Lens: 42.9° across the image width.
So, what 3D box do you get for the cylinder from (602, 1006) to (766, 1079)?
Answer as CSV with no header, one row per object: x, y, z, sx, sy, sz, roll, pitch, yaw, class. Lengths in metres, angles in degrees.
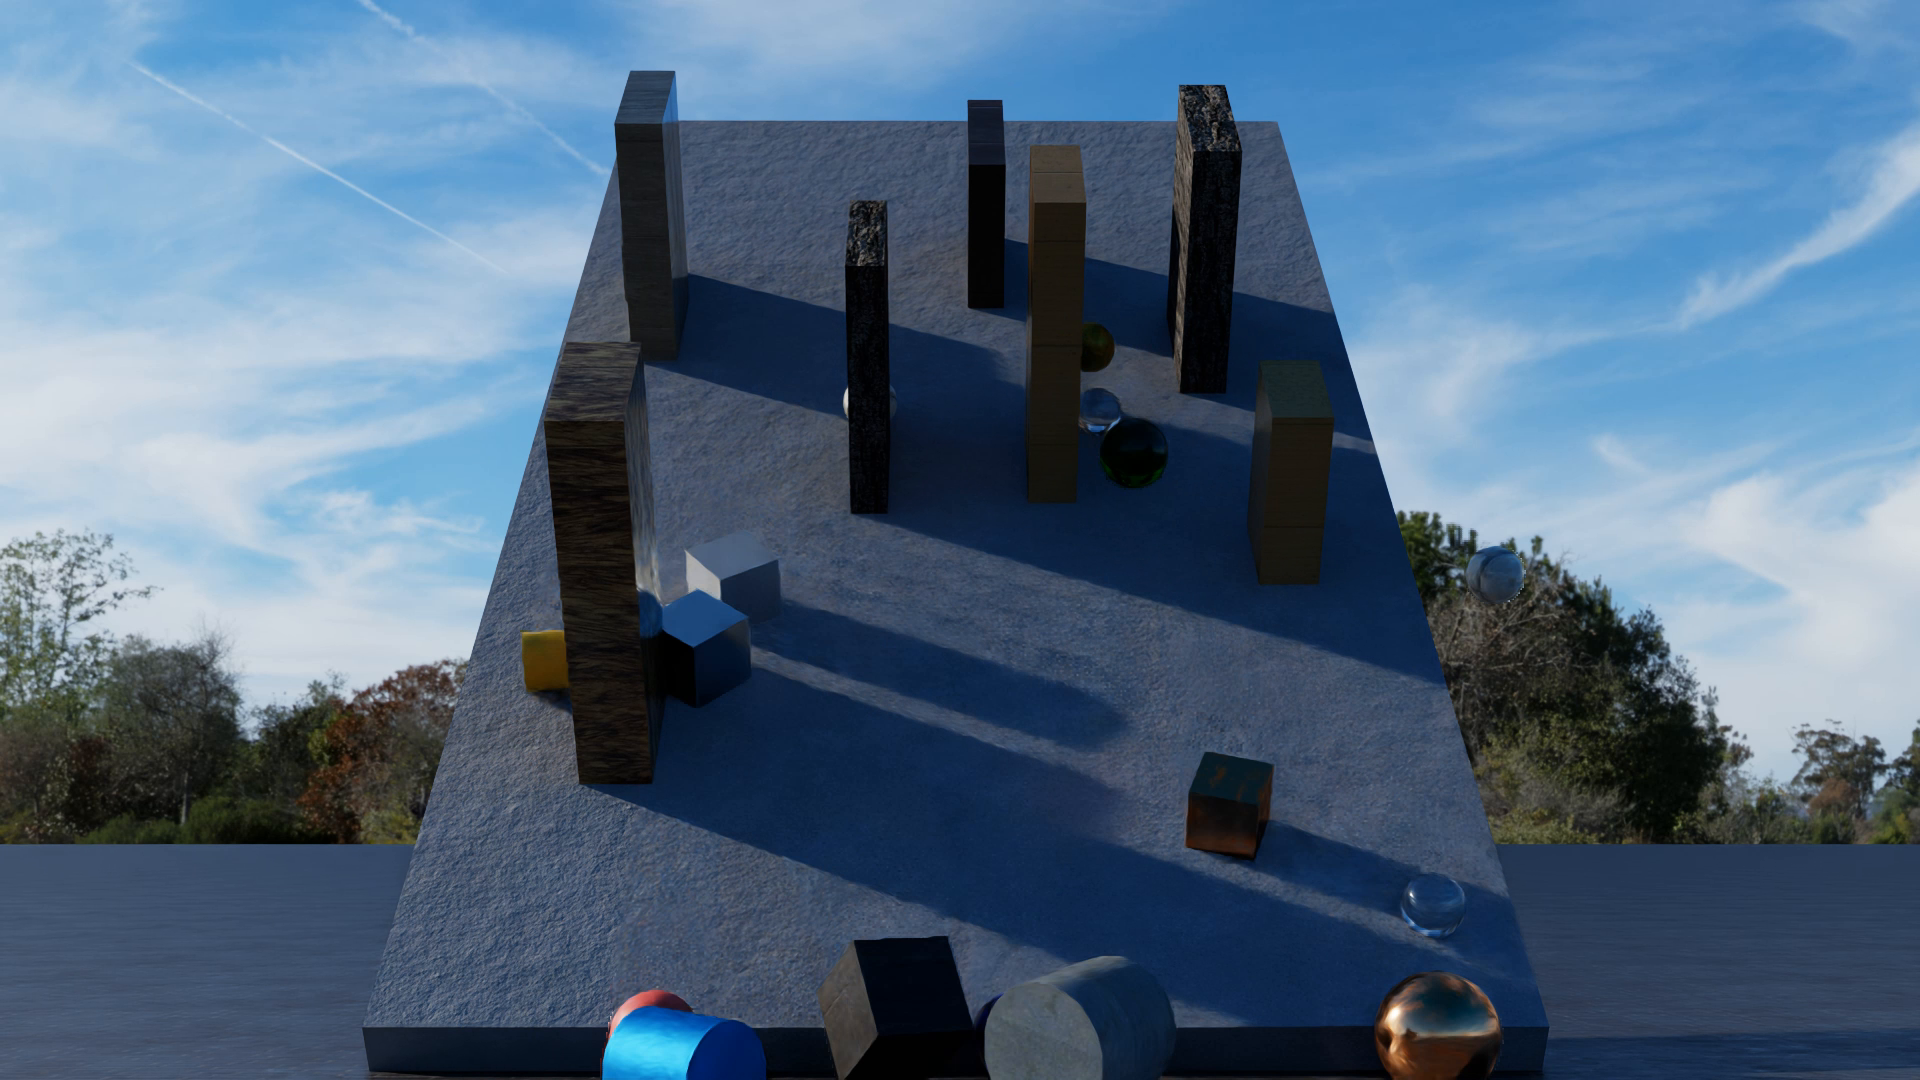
-0.369,0.712,3.273,0.155,0.155,0.155,0,-5,38,cylinder

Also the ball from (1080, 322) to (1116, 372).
0.316,-0.469,5.943,0.123,0.123,0.123,0,-7,0,ball

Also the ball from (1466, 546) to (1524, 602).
1.263,0.081,5.767,0.132,0.132,0.132,0,-7,0,ball

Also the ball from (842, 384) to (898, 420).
-0.215,-0.329,5.841,0.130,0.130,0.130,0,-7,0,ball

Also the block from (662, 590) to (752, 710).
-0.530,0.219,4.936,0.151,0.151,0.151,26,40,35,block

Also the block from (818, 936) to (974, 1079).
-0.106,0.760,3.949,0.169,0.169,0.169,2,-39,-27,block

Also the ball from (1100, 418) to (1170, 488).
0.400,-0.199,5.609,0.159,0.159,0.159,0,-7,0,ball

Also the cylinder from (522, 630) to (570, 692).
-0.817,0.242,4.926,0.120,0.120,0.120,-4,-6,-7,cylinder

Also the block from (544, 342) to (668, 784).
-0.658,0.050,4.597,0.139,0.795,0.302,0,32,0,block

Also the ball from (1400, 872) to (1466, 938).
0.833,0.643,4.298,0.115,0.115,0.115,0,-7,0,ball

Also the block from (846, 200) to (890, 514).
-0.206,-0.411,5.512,0.083,0.617,0.340,0,32,0,block

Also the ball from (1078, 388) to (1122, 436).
0.327,-0.306,5.823,0.114,0.114,0.114,0,-7,0,ball

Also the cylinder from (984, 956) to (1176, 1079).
0.166,0.686,3.363,0.192,0.192,0.192,-5,0,35,cylinder

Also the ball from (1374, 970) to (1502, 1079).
0.730,0.756,3.734,0.192,0.192,0.192,0,-7,0,ball

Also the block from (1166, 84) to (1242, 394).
0.599,-0.744,6.033,0.114,0.639,0.420,0,32,0,block

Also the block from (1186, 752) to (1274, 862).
0.499,0.492,4.523,0.130,0.130,0.130,10,33,15,block

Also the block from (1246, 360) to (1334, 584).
0.711,-0.147,5.286,0.129,0.413,0.257,0,32,0,block

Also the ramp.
-0.015,-0.192,5.840,2.000,0.100,4.000,0,32,0,ramp

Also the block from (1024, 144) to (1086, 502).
0.211,-0.483,5.512,0.110,0.742,0.313,0,32,0,block

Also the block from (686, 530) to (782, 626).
-0.478,0.091,5.152,0.142,0.142,0.142,-21,37,-30,block

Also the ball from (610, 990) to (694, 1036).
-0.498,0.809,3.984,0.147,0.147,0.147,0,-7,0,ball

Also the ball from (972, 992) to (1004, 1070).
0.092,0.811,3.997,0.144,0.144,0.144,0,-7,0,ball

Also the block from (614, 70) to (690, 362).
-0.769,-0.813,6.136,0.113,0.638,0.345,0,32,0,block

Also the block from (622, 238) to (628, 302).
-0.812,-0.744,6.478,0.160,0.160,0.160,-3,32,-6,block

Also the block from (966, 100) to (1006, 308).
0.067,-0.897,6.498,0.094,0.405,0.441,0,32,0,block
